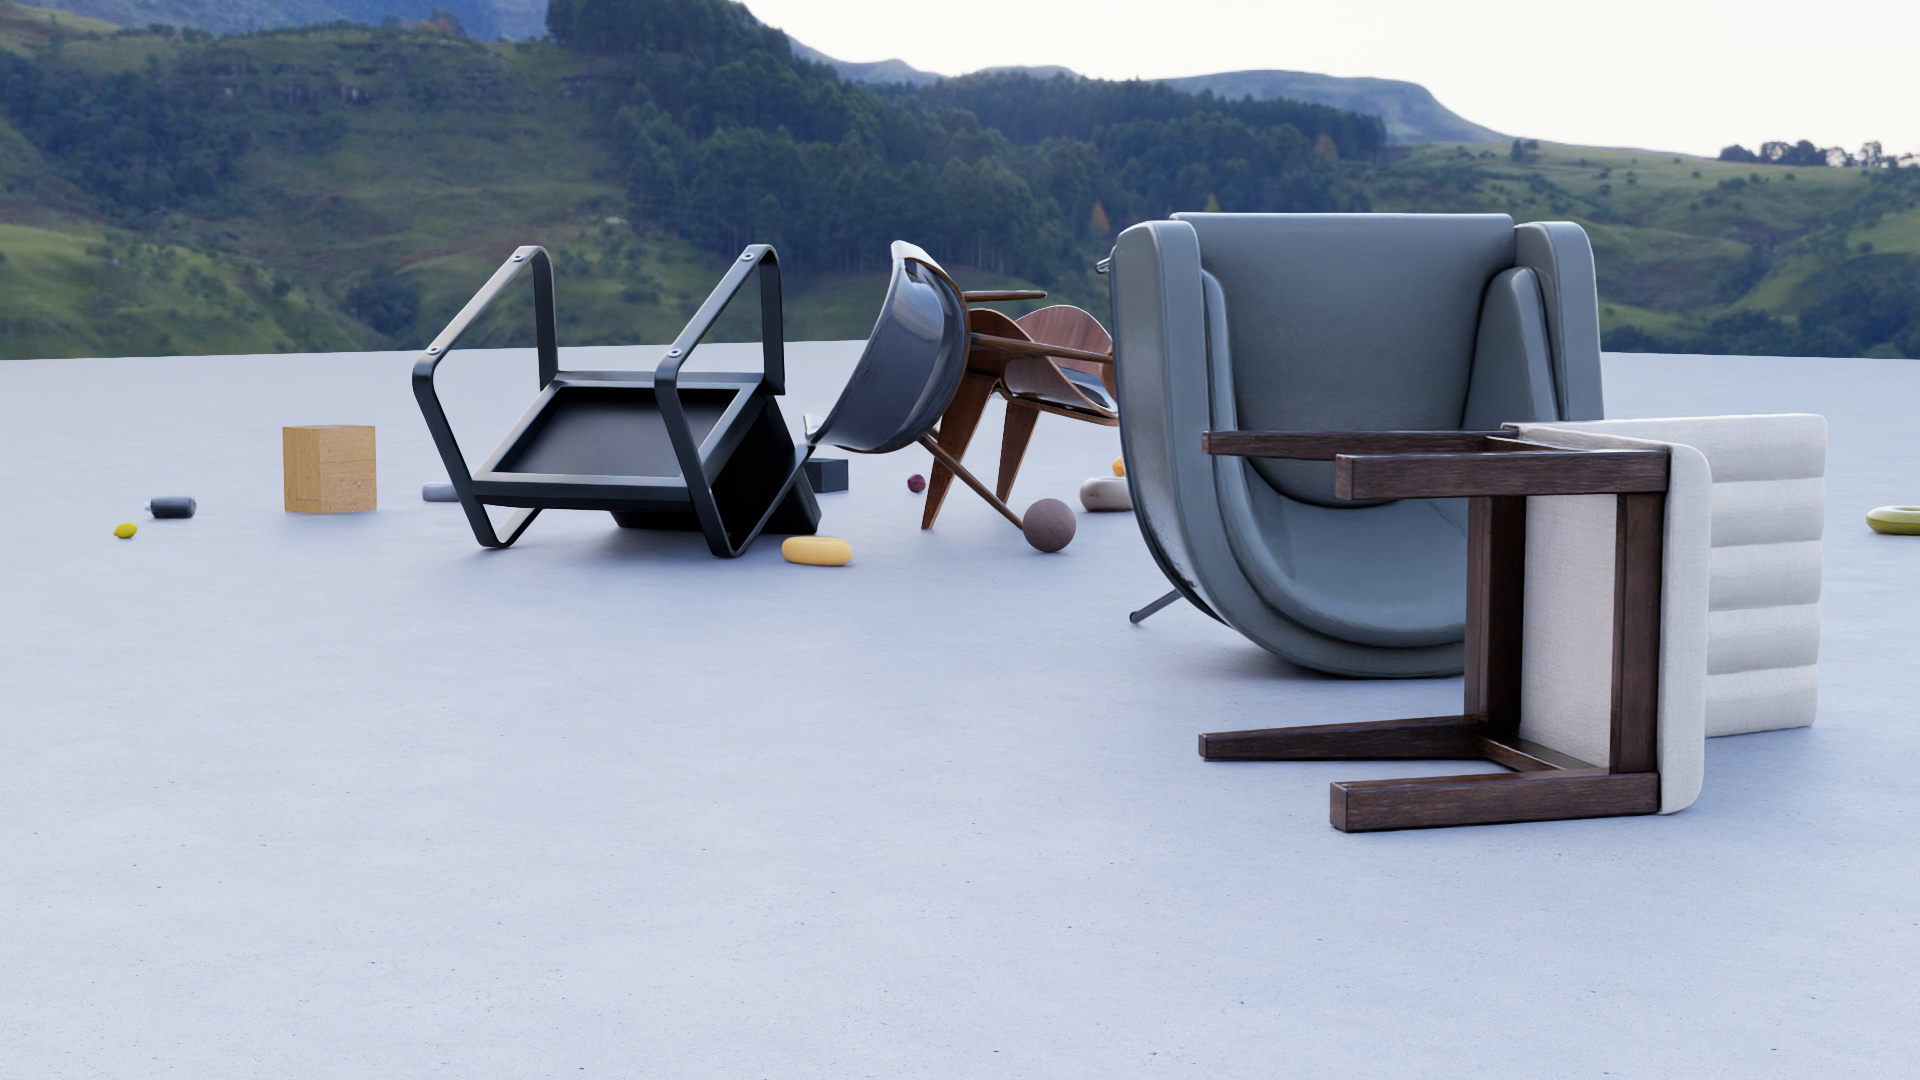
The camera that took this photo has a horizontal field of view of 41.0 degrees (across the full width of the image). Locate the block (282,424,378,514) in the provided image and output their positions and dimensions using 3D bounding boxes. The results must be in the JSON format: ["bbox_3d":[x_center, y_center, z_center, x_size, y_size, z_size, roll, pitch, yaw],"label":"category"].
[{"bbox_3d":[-1.771,-0.201,7.213,0.165,0.236,0.193,5,8,38],"label":"block"}]

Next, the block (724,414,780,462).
[{"bbox_3d":[-0.748,-0.371,9.238,0.166,0.158,0.265,0,6,4],"label":"block"}]

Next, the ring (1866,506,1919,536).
[{"bbox_3d":[2.451,-0.050,6.596,0.261,0.062,0.216,-3,8,-34],"label":"ring"}]

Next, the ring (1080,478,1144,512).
[{"bbox_3d":[0.431,-0.130,7.255,0.170,0.087,0.242,1,5,28],"label":"ring"}]

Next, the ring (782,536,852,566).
[{"bbox_3d":[-0.329,0.026,5.887,0.213,0.057,0.095,5,9,42],"label":"ring"}]

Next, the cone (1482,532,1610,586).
[{"bbox_3d":[1.214,0.059,5.559,0.274,0.117,0.260,-3,-6,-30],"label":"cone"}]

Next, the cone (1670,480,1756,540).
[{"bbox_3d":[1.919,-0.086,6.536,0.130,0.145,0.260,-4,7,-34],"label":"cone"}]

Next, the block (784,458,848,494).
[{"bbox_3d":[-0.442,-0.199,7.878,0.137,0.094,0.155,3,7,29],"label":"block"}]
